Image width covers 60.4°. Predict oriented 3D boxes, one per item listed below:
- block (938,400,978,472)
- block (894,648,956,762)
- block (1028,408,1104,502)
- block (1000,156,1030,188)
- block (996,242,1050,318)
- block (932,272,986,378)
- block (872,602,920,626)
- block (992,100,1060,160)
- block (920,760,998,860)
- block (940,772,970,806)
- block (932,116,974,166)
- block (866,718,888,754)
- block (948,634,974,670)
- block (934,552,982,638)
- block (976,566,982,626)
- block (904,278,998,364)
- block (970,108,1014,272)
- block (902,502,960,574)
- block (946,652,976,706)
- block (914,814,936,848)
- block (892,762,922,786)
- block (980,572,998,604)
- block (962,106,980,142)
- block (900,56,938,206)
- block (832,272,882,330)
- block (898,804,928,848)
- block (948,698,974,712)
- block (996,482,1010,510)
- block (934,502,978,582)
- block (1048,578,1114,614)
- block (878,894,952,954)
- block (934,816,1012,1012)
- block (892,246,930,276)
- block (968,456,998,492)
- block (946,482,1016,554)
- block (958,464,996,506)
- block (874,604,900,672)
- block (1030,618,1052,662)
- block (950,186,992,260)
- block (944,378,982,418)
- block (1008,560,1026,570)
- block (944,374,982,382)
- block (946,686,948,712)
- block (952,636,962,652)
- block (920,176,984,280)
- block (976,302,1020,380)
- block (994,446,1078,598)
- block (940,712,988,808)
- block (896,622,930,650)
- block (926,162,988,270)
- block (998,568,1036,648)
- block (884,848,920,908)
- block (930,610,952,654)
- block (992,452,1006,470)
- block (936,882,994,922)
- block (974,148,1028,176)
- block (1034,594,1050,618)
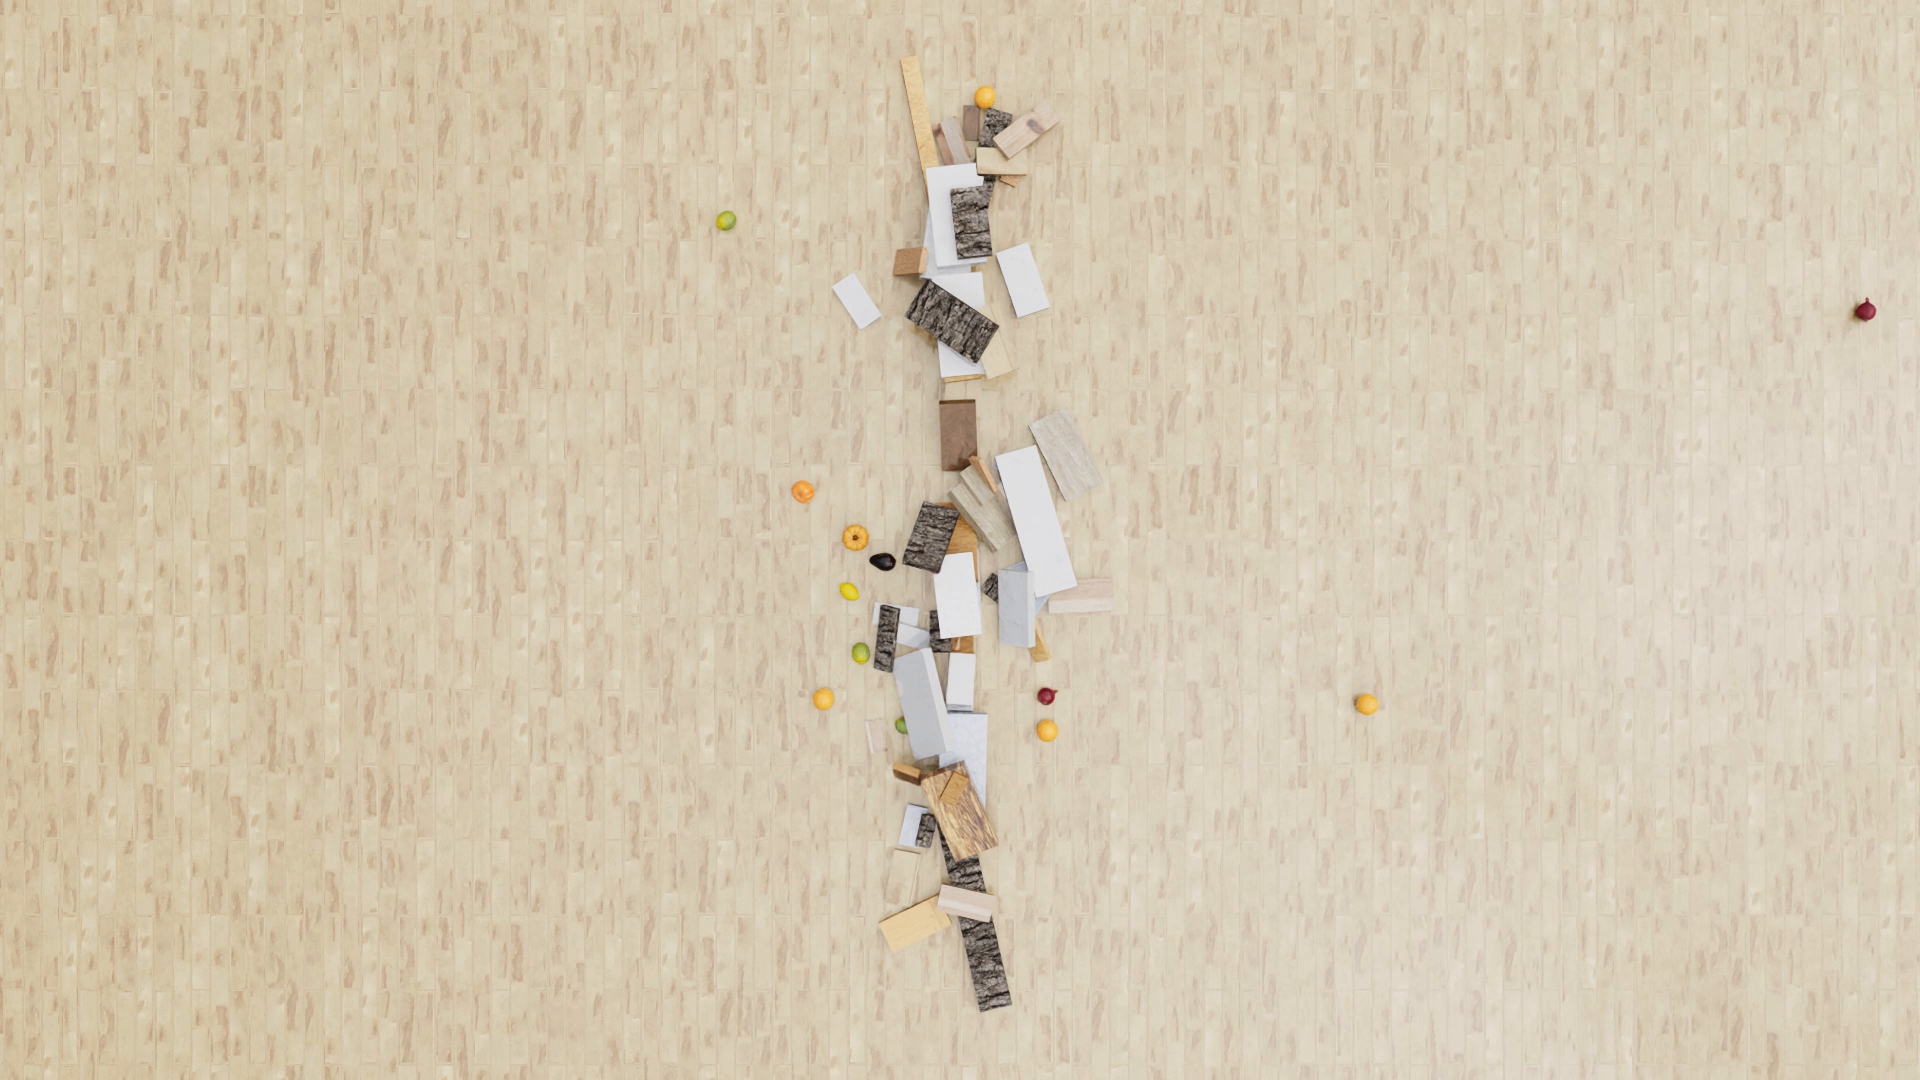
[{"bbox_3d":[-0.004,-0.344,5.430,0.120,0.034,0.239,-2,117,0],"label":"block"},{"bbox_3d":[-0.121,0.539,5.403,0.154,0.044,0.342,-23,77,42],"label":"block"},{"bbox_3d":[0.352,-0.285,5.480,0.141,0.040,0.282,-26,90,0],"label":"block"},{"bbox_3d":[0.181,-1.238,5.492,0.057,0.016,0.114,24,90,0],"label":"block"},{"bbox_3d":[0.209,-0.862,5.484,0.113,0.032,0.226,-19,90,0],"label":"block"},{"bbox_3d":[0.005,-0.697,5.360,0.163,0.046,0.327,-5,90,0],"label":"block"},{"bbox_3d":[-0.214,0.253,5.490,0.148,0.021,0.073,8,90,0],"label":"block"},{"bbox_3d":[0.219,-1.355,5.457,0.234,0.024,0.086,-40,90,-16],"label":"block"},{"bbox_3d":[-0.001,0.884,5.386,0.154,0.044,0.308,-21,105,6],"label":"block"},{"bbox_3d":[-0.019,0.805,5.332,0.054,0.015,0.109,25,105,-7],"label":"block"},{"bbox_3d":[-0.023,-1.307,5.467,0.086,0.024,0.171,-20,90,33],"label":"block"},{"bbox_3d":[-0.279,0.653,5.492,0.054,0.015,0.109,-11,90,0],"label":"block"},{"bbox_3d":[0.004,0.386,5.467,0.085,0.024,0.169,-2,75,0],"label":"block"},{"bbox_3d":[-0.011,0.180,5.370,0.134,0.038,0.268,-7,88,0],"label":"block"},{"bbox_3d":[-0.001,0.169,5.440,0.134,0.038,0.268,-3,74,0],"label":"block"},{"bbox_3d":[-0.028,-0.704,5.298,0.282,0.040,0.141,35,103,14],"label":"block"},{"bbox_3d":[0.051,-1.109,5.462,0.086,0.024,0.654,15,86,-4],"label":"block"},{"bbox_3d":[-0.094,-0.010,5.365,0.124,0.035,0.248,15,52,5],"label":"block"},{"bbox_3d":[0.004,0.458,5.423,0.085,0.024,0.169,4,75,2],"label":"block"},{"bbox_3d":[-0.112,0.967,5.479,0.054,0.015,0.109,13,90,-32],"label":"block"},{"bbox_3d":[-0.172,0.768,5.406,0.090,0.179,0.025,18,73,7],"label":"block"},{"bbox_3d":[0.145,0.180,5.490,0.146,0.021,0.073,37,90,0],"label":"block"},{"bbox_3d":[0.038,-1.388,5.492,0.057,0.016,0.114,2,90,0],"label":"block"},{"bbox_3d":[-0.095,-1.216,5.476,0.057,0.016,0.792,-11,88,-5],"label":"block"},{"bbox_3d":[-0.342,-0.793,5.488,0.086,0.024,0.171,-34,90,0],"label":"block"},{"bbox_3d":[-0.156,0.951,5.490,0.068,0.019,0.136,13,90,0],"label":"block"},{"bbox_3d":[0.003,0.482,5.466,0.085,0.024,0.169,1,75,1],"label":"block"},{"bbox_3d":[0.173,-0.141,5.473,0.063,0.018,0.126,-34,90,0],"label":"block"},{"bbox_3d":[-0.012,0.008,5.446,0.134,0.038,0.268,-3,74,0],"label":"block"},{"bbox_3d":[0.401,0.184,5.485,0.218,0.031,0.109,-3,90,0],"label":"block"},{"bbox_3d":[-0.148,1.275,5.485,0.218,0.031,0.109,-26,90,0],"label":"block"},{"bbox_3d":[0.032,1.172,5.473,0.109,0.031,0.786,-13,92,0],"label":"block"},{"bbox_3d":[-0.162,-0.915,5.421,0.024,0.171,0.086,10,90,-32],"label":"block"},{"bbox_3d":[0.077,-0.217,5.443,0.018,0.064,0.128,-37,117,-20],"label":"block"},{"bbox_3d":[0.077,-0.090,5.443,0.124,0.035,0.248,-40,94,-36],"label":"block"},{"bbox_3d":[0.053,-0.181,5.432,0.064,0.018,0.128,-38,92,-36],"label":"block"},{"bbox_3d":[-0.243,0.327,5.458,0.068,0.019,0.216,12,100,33],"label":"block"},{"bbox_3d":[0.244,0.323,5.457,0.063,0.018,0.170,-13,104,43],"label":"block"},{"bbox_3d":[0.036,-1.026,5.333,0.113,0.032,0.226,-6,86,-1],"label":"block"},{"bbox_3d":[0.014,-0.527,5.435,0.120,0.034,0.239,3,90,0],"label":"block"},{"bbox_3d":[0.219,0.101,5.467,0.126,0.018,0.063,-24,71,10],"label":"block"},{"bbox_3d":[-0.004,-0.642,5.400,0.120,0.034,0.239,-7,90,0],"label":"block"},{"bbox_3d":[-0.007,0.565,5.476,0.079,0.022,0.158,-2,81,0],"label":"block"},{"bbox_3d":[-0.027,0.297,5.467,0.070,0.020,0.140,4,75,5],"label":"block"},{"bbox_3d":[-0.028,-1.023,5.417,0.163,0.046,0.360,8,86,0],"label":"block"},{"bbox_3d":[0.105,-0.643,5.321,0.113,0.032,0.226,-20,90,0],"label":"block"},{"bbox_3d":[0.249,-0.060,5.433,0.141,0.040,0.484,-16,85,-4],"label":"block"},{"bbox_3d":[0.009,0.720,5.415,0.154,0.044,0.308,1,95,0],"label":"block"},{"bbox_3d":[-0.167,0.317,5.476,0.136,0.019,0.068,17,108,-3],"label":"block"},{"bbox_3d":[-0.012,-1.054,5.373,0.163,0.046,0.327,-6,86,-1],"label":"block"},{"bbox_3d":[0.186,0.223,5.424,0.124,0.035,0.247,6,101,40],"label":"block"},{"bbox_3d":[-0.191,1.124,5.487,0.090,0.025,0.179,11,90,0],"label":"block"},{"bbox_3d":[-0.065,0.303,5.447,0.070,0.020,0.140,-1,74,3],"label":"block"},{"bbox_3d":[0.176,-0.227,5.491,0.128,0.018,0.064,41,90,0],"label":"block"},{"bbox_3d":[0.018,1.197,5.446,0.179,0.025,0.090,13,92,-1],"label":"block"},{"bbox_3d":[0.136,-1.251,5.452,0.171,0.024,0.086,-2,90,-13],"label":"block"},{"bbox_3d":[0.258,0.176,5.458,0.073,0.021,0.146,34,88,21],"label":"block"}]
